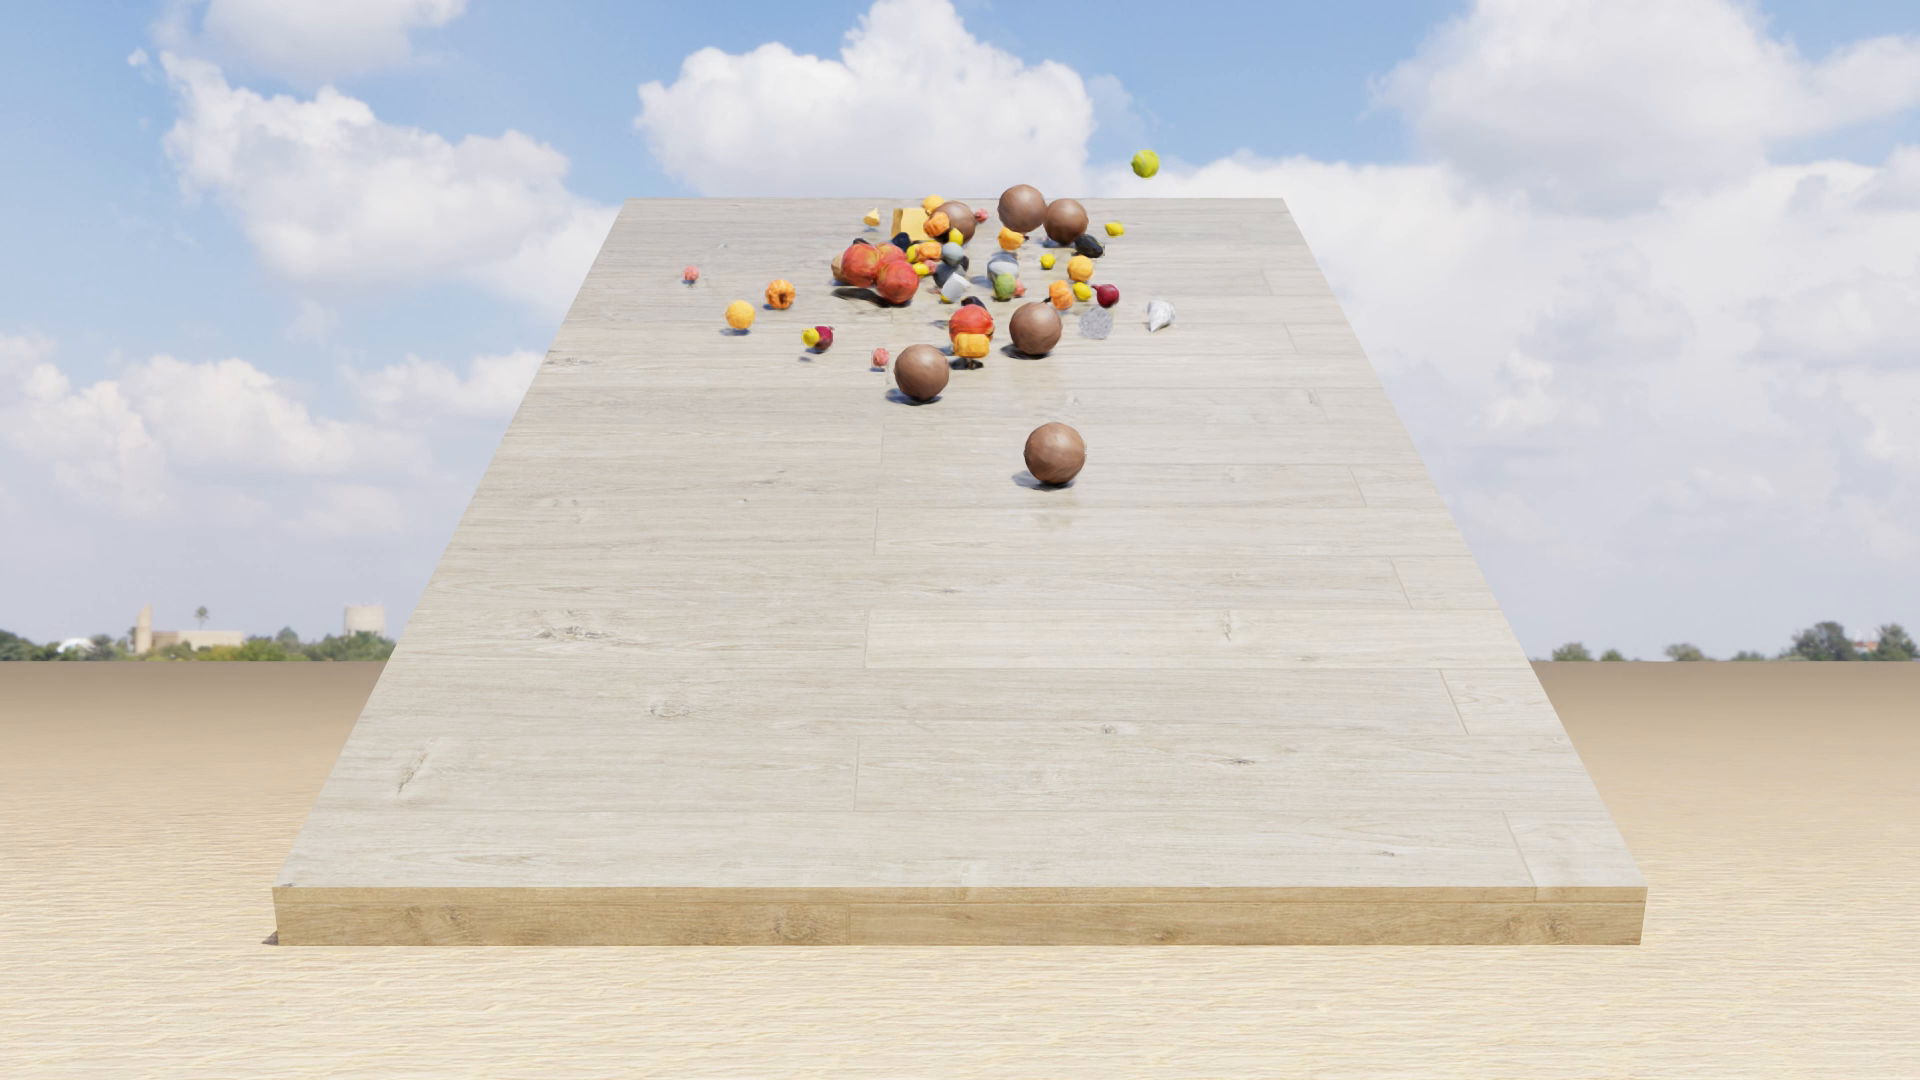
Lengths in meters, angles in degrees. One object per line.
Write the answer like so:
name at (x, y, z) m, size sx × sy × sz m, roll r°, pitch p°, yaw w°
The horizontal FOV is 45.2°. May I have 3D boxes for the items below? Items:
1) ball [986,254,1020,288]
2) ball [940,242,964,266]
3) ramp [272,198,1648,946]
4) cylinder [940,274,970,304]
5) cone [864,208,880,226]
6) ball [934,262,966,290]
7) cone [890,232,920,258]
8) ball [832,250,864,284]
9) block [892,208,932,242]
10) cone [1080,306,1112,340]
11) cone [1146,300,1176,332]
ball at (0.115, -0.719, 6.148) m, size 0.090 × 0.090 × 0.090 m, roll 0°, pitch -3°, yaw 0°
ball at (-0.021, -0.751, 6.060) m, size 0.062 × 0.062 × 0.062 m, roll 0°, pitch -3°, yaw 0°
ramp at (-0.007, -0.225, 5.217) m, size 2.000 × 0.100 × 4.000 m, roll 0°, pitch 23°, yaw 0°
cylinder at (-0.013, -0.632, 5.802) m, size 0.055 × 0.055 × 0.055 m, roll 32°, pitch 21°, yaw -14°
cone at (-0.248, -0.941, 6.680) m, size 0.050 × 0.050 × 0.050 m, roll 15°, pitch -23°, yaw 7°
ball at (-0.028, -0.699, 6.109) m, size 0.083 × 0.083 × 0.083 m, roll 0°, pitch -3°, yaw 0°
cone at (-0.139, -0.805, 6.418) m, size 0.081 × 0.081 × 0.081 m, roll 21°, pitch -15°, yaw -38°
ball at (-0.300, -0.730, 6.177) m, size 0.088 × 0.088 × 0.088 m, roll 0°, pitch -3°, yaw 0°
block at (-0.137, -0.891, 6.514) m, size 0.087 × 0.087 × 0.087 m, roll 0°, pitch 11°, yaw -20°
cone at (0.347, -0.537, 5.785) m, size 0.083 × 0.083 × 0.083 m, roll -1°, pitch -4°, yaw 11°
cone at (0.494, -0.549, 5.818) m, size 0.078 × 0.078 × 0.078 m, roll 18°, pitch -36°, yaw 14°
